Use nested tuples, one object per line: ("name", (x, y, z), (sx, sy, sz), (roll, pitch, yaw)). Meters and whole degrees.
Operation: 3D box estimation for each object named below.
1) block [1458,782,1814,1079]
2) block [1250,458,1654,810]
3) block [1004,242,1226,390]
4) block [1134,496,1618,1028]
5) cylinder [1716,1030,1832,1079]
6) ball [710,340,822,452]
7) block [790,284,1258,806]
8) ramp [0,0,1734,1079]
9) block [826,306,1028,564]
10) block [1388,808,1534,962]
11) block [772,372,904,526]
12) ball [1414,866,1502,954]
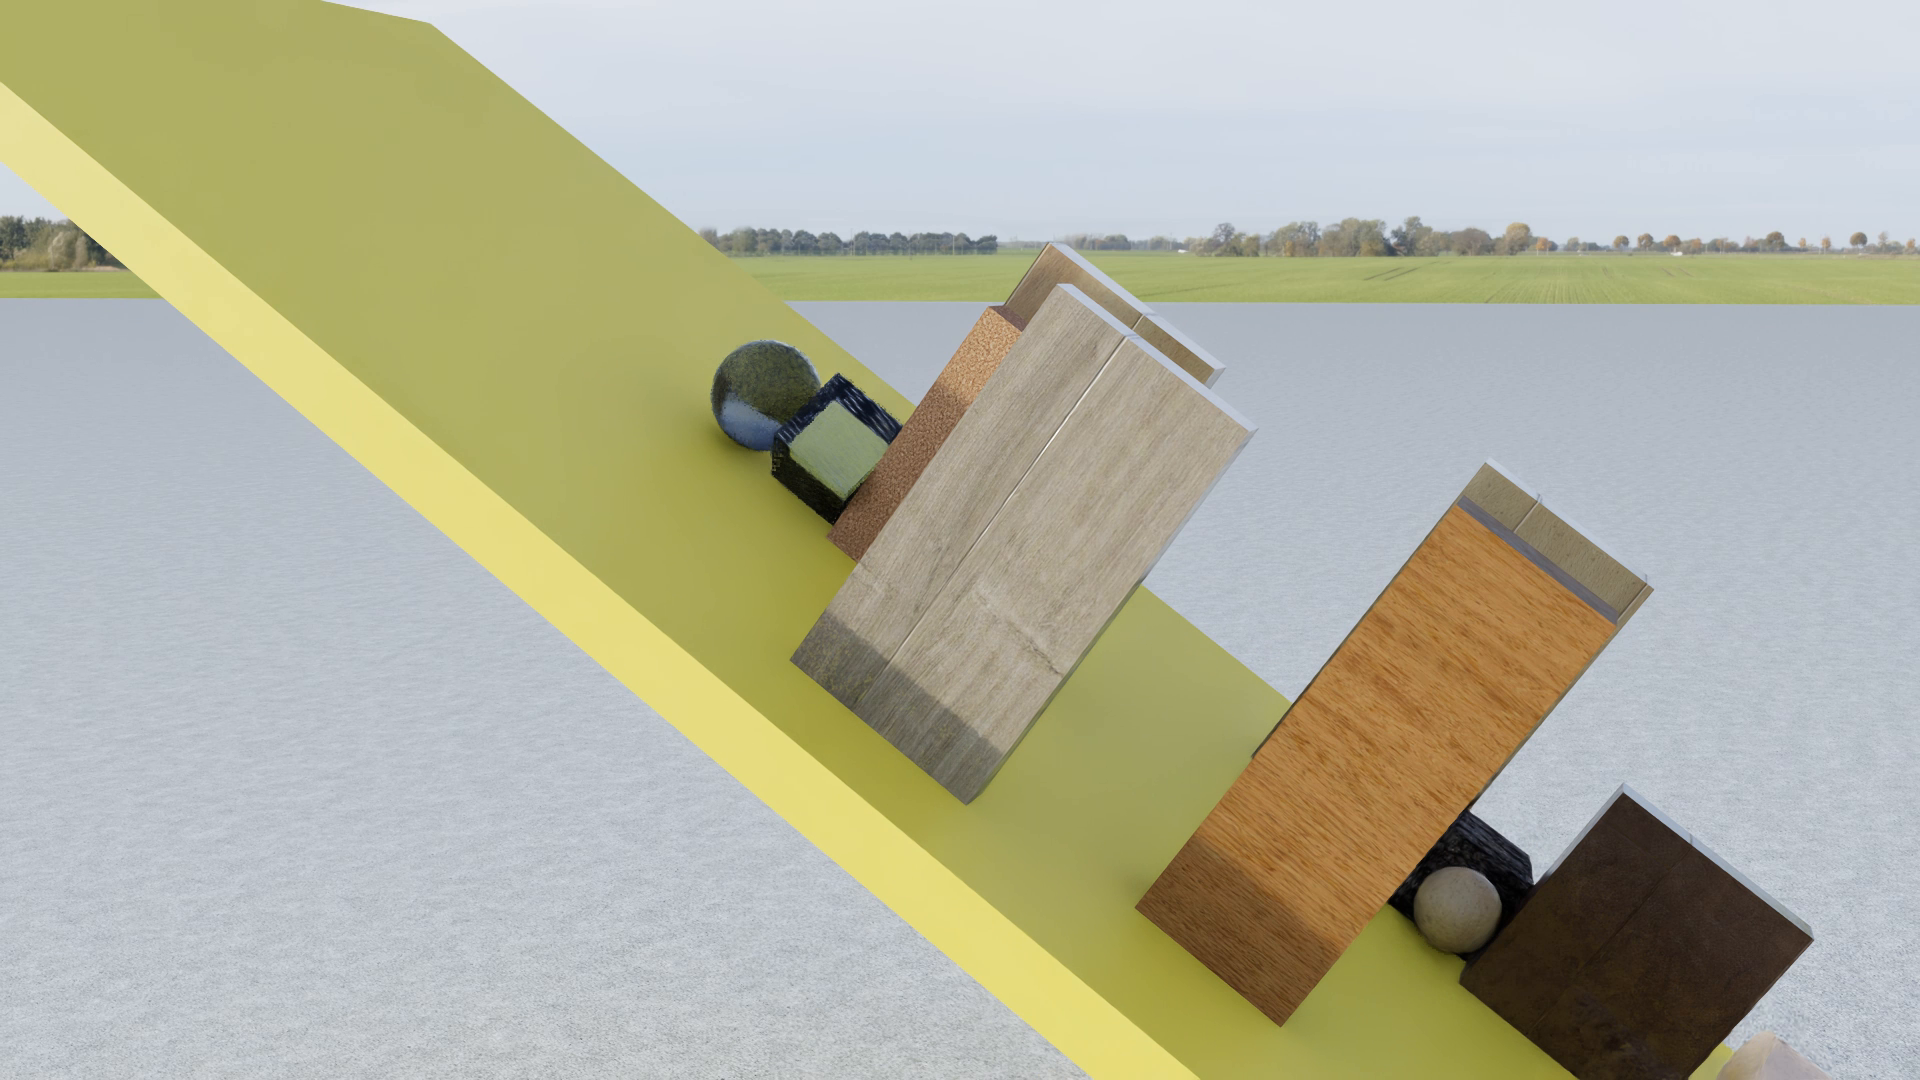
("block", (1.197, 0.739, 3.915), (0.402, 0.460, 0.082), (39, 16, 9))
("block", (0.954, 0.254, 4.291), (0.390, 0.741, 0.130), (39, 16, 9))
("block", (0.225, -0.288, 4.714), (0.444, 0.534, 0.136), (39, 16, 9))
("block", (0.614, 0.331, 3.279), (0.279, 0.780, 0.148), (39, 16, 9))
("cylinder", (1.569, 1.079, 4.198), (0.198, 0.198, 0.198), (38, 14, 7))
("ball", (-0.355, -0.264, 4.037), (0.205, 0.205, 0.205), (0, 7, 0))
("block", (0.086, 0.010, 3.244), (0.347, 0.702, 0.084), (39, 16, 9))
("ramp", (-0.066, 0.129, 4.070), (4.000, 0.100, 2.000), (39, 16, 9))
("block", (0.081, -0.081, 3.858), (0.417, 0.509, 0.109), (39, 16, 9))
("block", (0.947, 0.643, 4.170), (0.190, 0.190, 0.190), (37, 16, 4))
("block", (-0.218, -0.157, 3.953), (0.168, 0.168, 0.168), (40, -22, 10))
("ball", (0.905, 0.672, 3.999), (0.158, 0.158, 0.158), (0, 7, 0))
